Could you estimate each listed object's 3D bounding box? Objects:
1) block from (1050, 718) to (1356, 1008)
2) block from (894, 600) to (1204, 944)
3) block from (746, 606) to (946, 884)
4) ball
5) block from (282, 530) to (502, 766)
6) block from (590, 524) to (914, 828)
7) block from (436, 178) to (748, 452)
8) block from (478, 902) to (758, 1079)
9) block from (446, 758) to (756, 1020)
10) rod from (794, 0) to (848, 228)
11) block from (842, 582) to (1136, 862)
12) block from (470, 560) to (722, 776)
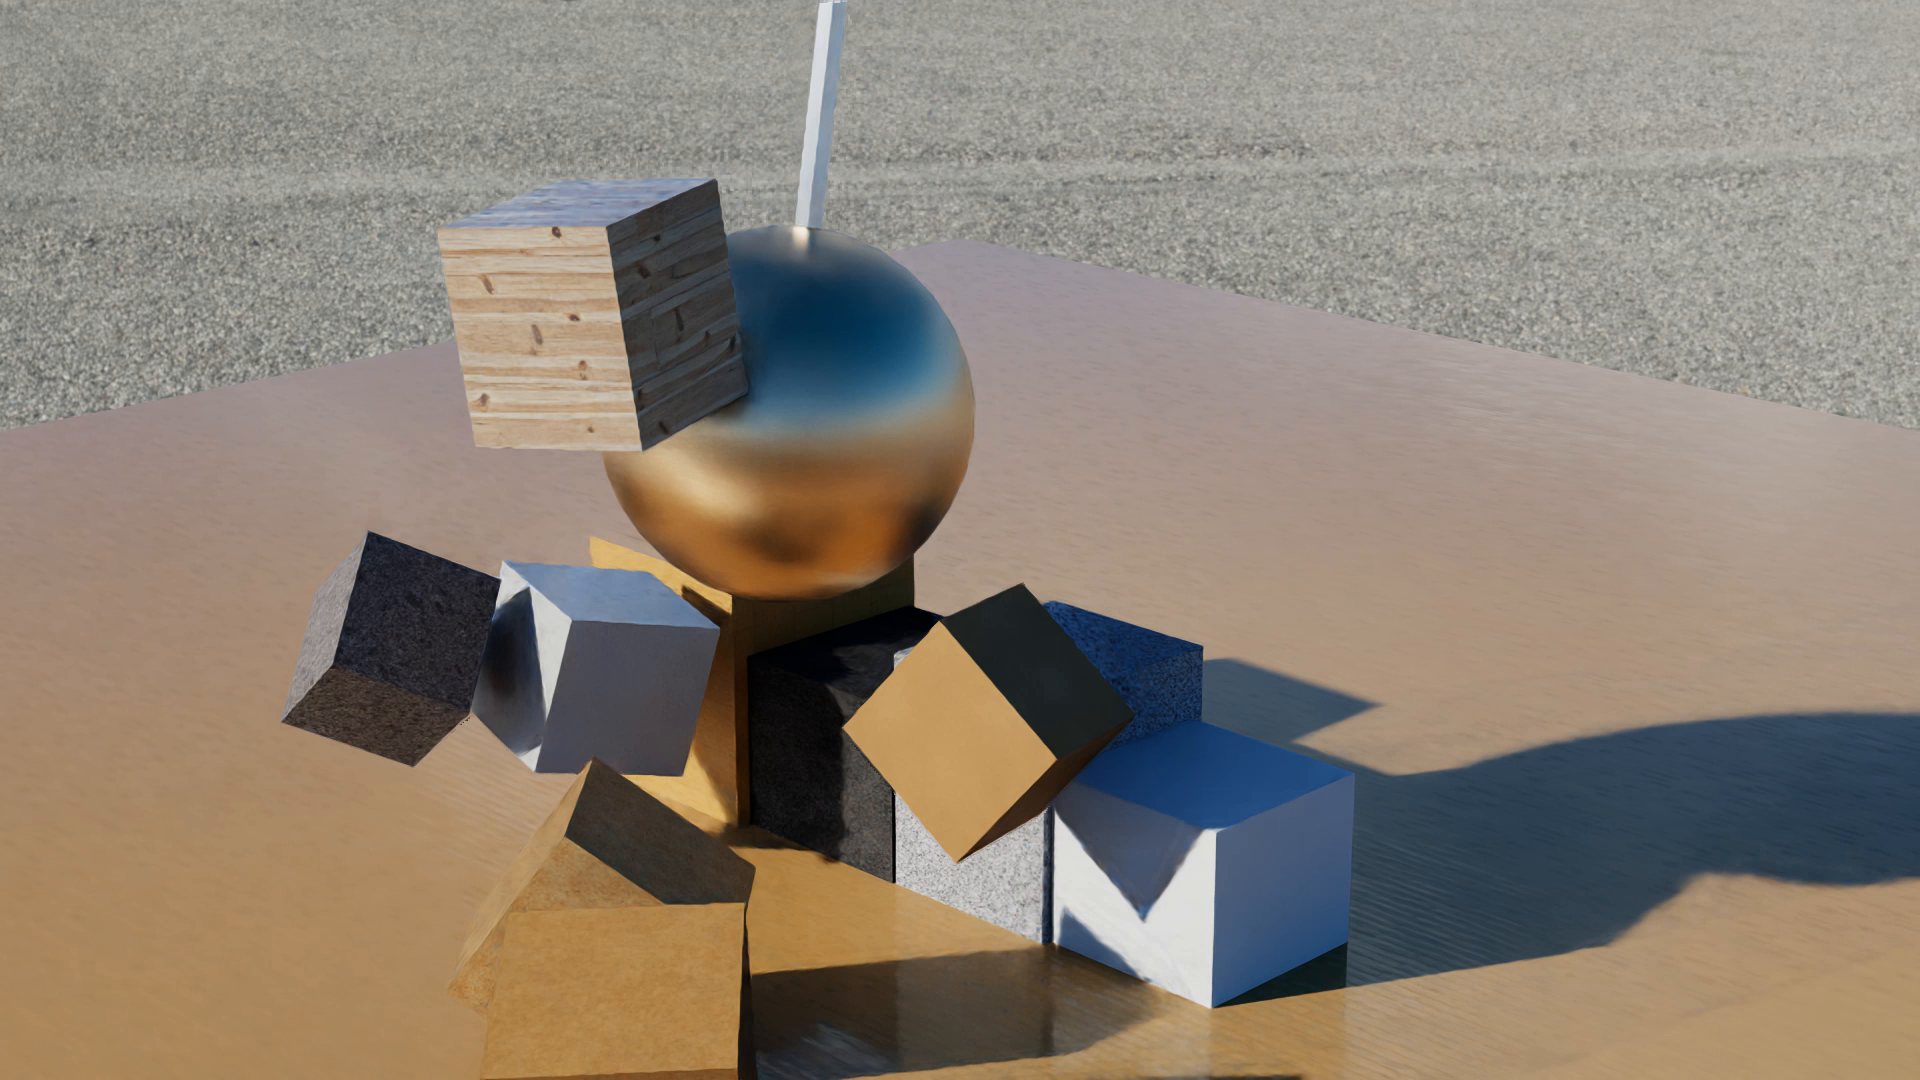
[{"bbox_3d":[1.043,1.373,12.656,0.917,0.792,0.913,-17,24,-42],"label":"block"},{"bbox_3d":[0.399,1.020,13.238,0.915,1.115,1.036,17,24,42],"label":"block"},{"bbox_3d":[-0.280,0.944,13.924,1.059,0.851,0.979,-17,24,-42],"label":"block"},{"bbox_3d":[-0.734,-0.530,12.406,1.600,1.600,1.600,0,17,0],"label":"ball"},{"bbox_3d":[-2.535,0.494,13.072,0.633,0.673,0.715,22,-32,-21],"label":"block"},{"bbox_3d":[-1.016,0.550,14.553,1.180,1.224,1.058,-17,24,-42],"label":"block"},{"bbox_3d":[-1.394,-0.873,11.244,0.762,0.856,0.777,2,20,27],"label":"block"},{"bbox_3d":[-1.173,1.949,10.356,0.854,0.898,0.983,-2,27,-1],"label":"block"},{"bbox_3d":[-1.401,1.529,11.574,0.801,0.815,0.785,36,16,-10],"label":"block"},{"bbox_3d":[-0.318,-3.850,11.799,0.080,5.200,0.080,17,14,42],"label":"rod"},{"bbox_3d":[0.122,0.749,12.120,0.736,0.716,0.651,49,33,12],"label":"block"},{"bbox_3d":[-1.677,0.589,13.401,0.767,0.730,0.726,5,18,-36],"label":"block"}]
